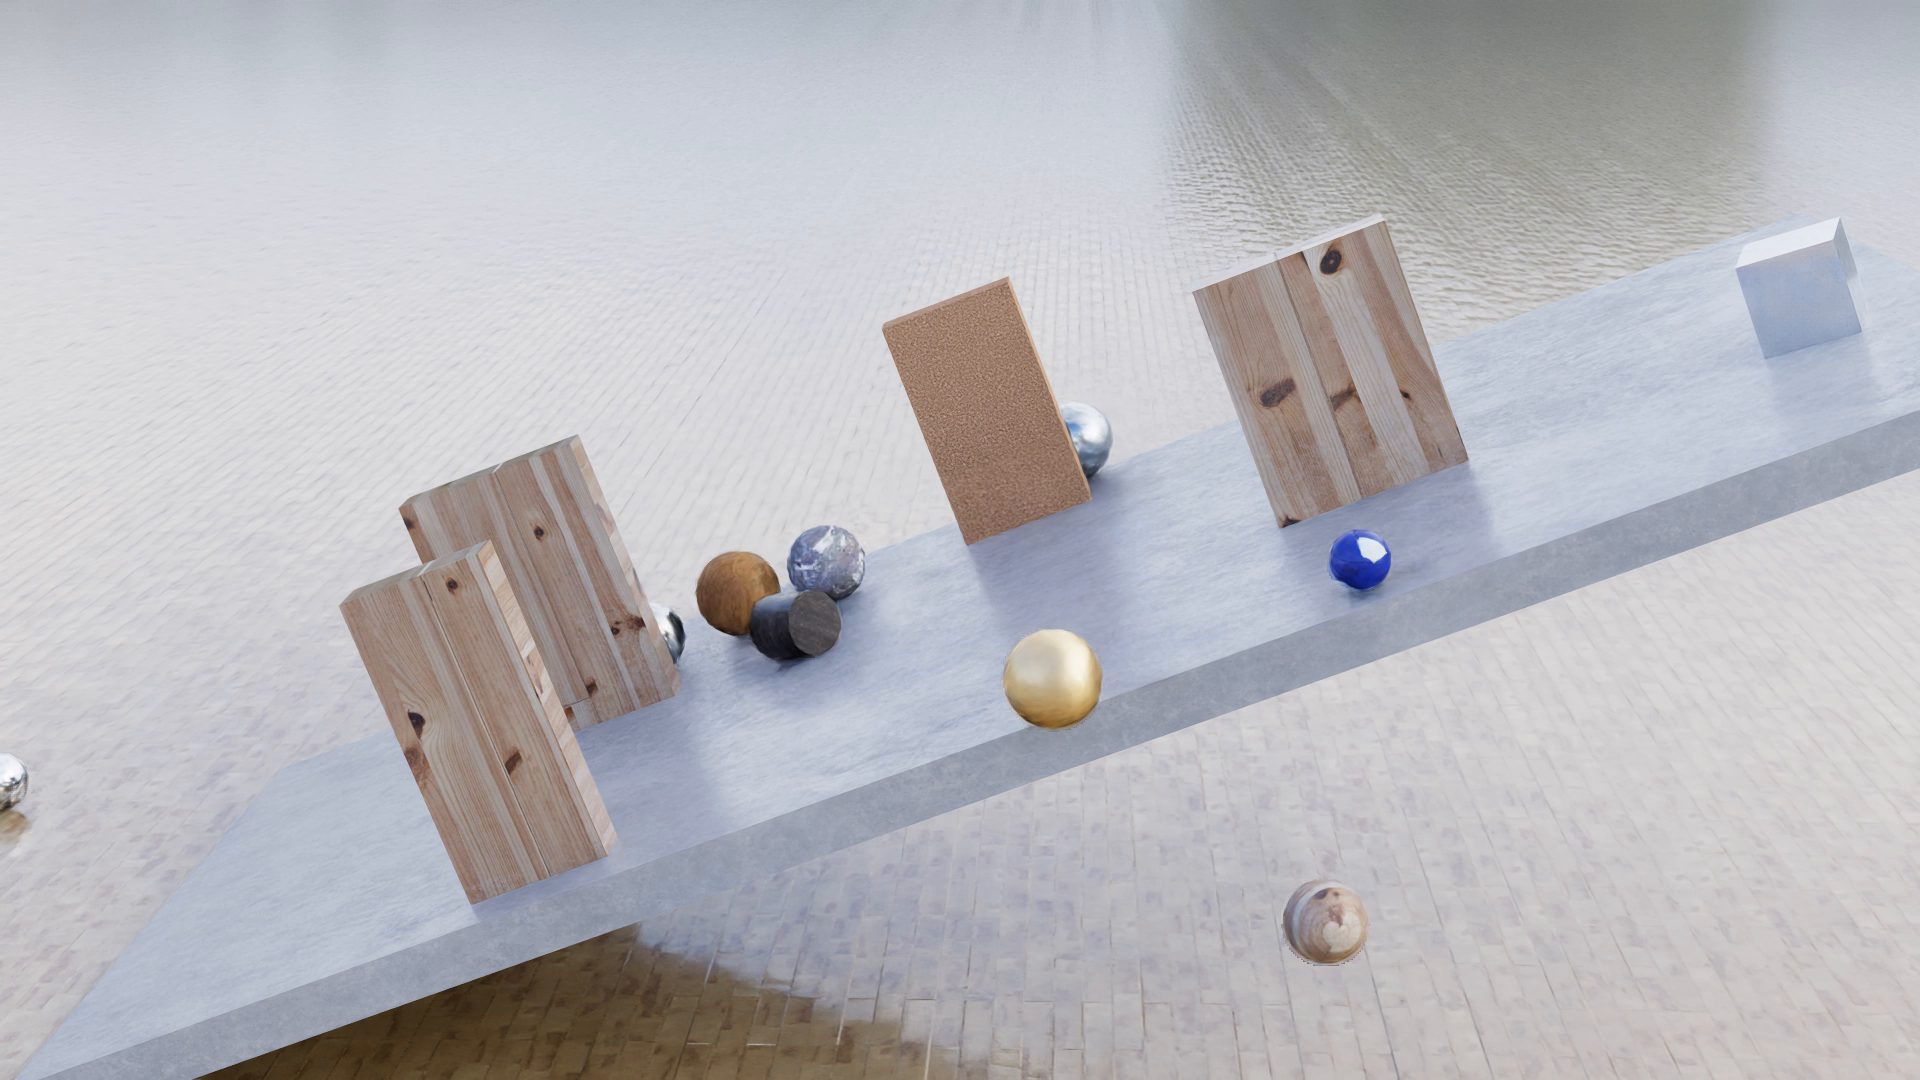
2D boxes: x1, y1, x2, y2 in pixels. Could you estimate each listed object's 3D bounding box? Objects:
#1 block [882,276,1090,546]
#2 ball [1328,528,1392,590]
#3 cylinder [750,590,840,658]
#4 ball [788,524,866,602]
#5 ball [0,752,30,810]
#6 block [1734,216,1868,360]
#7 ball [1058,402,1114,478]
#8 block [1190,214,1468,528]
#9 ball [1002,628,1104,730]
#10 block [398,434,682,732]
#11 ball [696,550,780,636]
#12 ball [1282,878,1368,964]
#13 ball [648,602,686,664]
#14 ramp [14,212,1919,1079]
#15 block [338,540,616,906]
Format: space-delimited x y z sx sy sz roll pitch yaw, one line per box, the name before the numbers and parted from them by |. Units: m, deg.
block | 0.065 -0.304 6.939 0.314 0.552 0.102 -20 12 7
ball | 0.723 0.036 5.322 0.113 0.113 0.113 0 13 0
cylinder | -0.365 0.186 6.498 0.144 0.144 0.144 -11 3 -40
ball | -0.313 0.057 6.893 0.185 0.185 0.185 0 13 0
ball | -2.432 0.612 7.446 0.147 0.147 0.147 0 13 0
block | 1.678 -0.502 5.857 0.194 0.194 0.194 -16 13 25
ball | 0.279 -0.243 7.179 0.191 0.191 0.191 0 13 0
block | 0.749 -0.342 5.973 0.406 0.520 0.113 -20 12 7
ball | 0.166 0.247 5.238 0.179 0.179 0.179 0 13 0
block | -0.941 0.127 6.621 0.415 0.616 0.115 -20 12 7
ball | -0.522 0.125 6.918 0.200 0.200 0.200 0 13 0
ball | 0.608 0.634 4.893 0.141 0.141 0.141 0 13 0
ball | -0.723 0.228 6.856 0.169 0.169 0.169 0 13 0
ramp | 0.119 0.175 6.294 4.000 0.100 2.000 -20 12 7
block | -0.904 0.345 5.546 0.282 0.625 0.119 -20 12 7
